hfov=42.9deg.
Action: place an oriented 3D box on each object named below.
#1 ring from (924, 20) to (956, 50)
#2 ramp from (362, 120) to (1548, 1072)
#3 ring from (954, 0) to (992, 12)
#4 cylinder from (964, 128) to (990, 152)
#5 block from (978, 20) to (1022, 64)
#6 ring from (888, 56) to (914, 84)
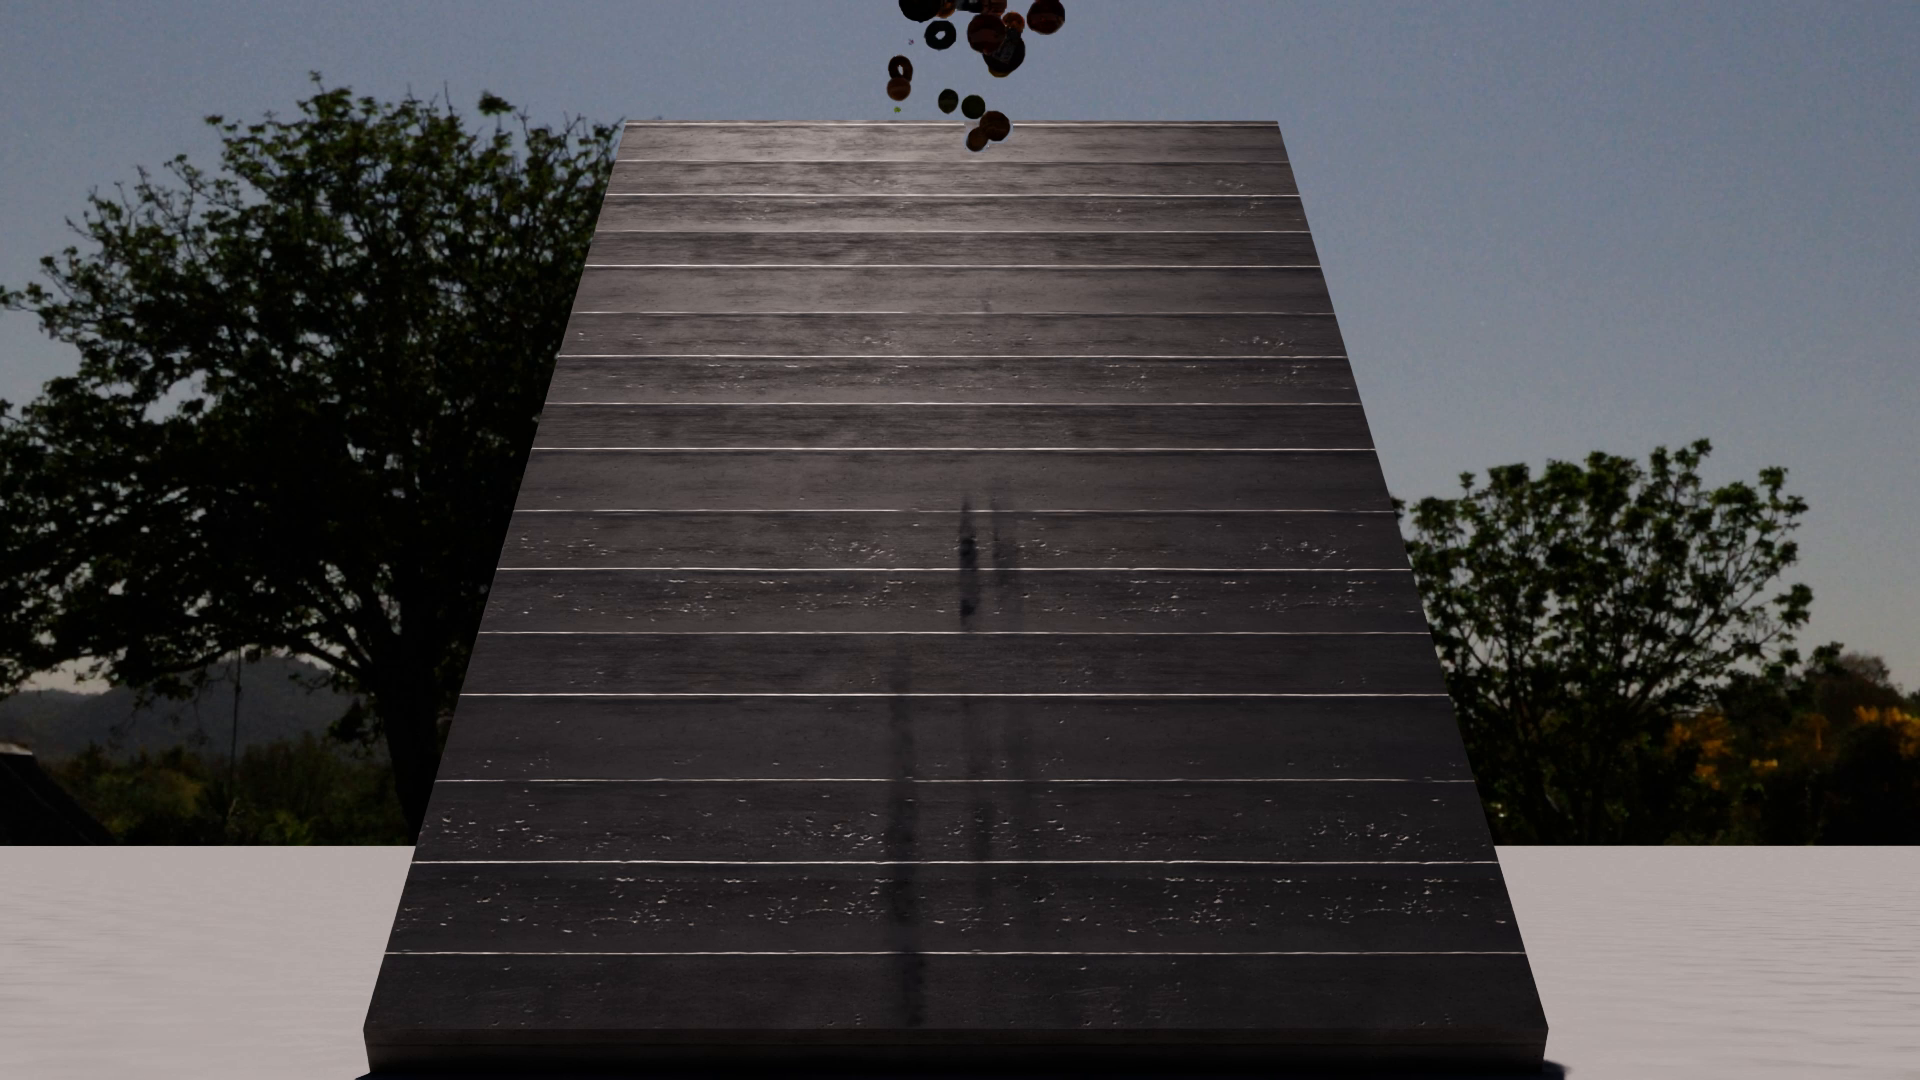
[{"bbox_3d":[-0.056,-1.443,6.980,0.092,0.092,0.031,-1,-17,10],"label":"ring"},{"bbox_3d":[-0.015,-0.191,5.846,2.000,0.100,4.000,0,32,0],"label":"ramp"},{"bbox_3d":[0.037,-1.556,7.111,0.109,0.036,0.109,6,14,-1],"label":"ring"},{"bbox_3d":[0.050,-1.178,7.193,0.059,0.059,0.059,2,15,-18],"label":"cylinder"},{"bbox_3d":[0.115,-1.446,7.094,0.097,0.097,0.097,24,12,-2],"label":"block"},{"bbox_3d":[-0.179,-1.420,7.389,0.089,0.089,0.030,6,-8,-42],"label":"ring"}]
